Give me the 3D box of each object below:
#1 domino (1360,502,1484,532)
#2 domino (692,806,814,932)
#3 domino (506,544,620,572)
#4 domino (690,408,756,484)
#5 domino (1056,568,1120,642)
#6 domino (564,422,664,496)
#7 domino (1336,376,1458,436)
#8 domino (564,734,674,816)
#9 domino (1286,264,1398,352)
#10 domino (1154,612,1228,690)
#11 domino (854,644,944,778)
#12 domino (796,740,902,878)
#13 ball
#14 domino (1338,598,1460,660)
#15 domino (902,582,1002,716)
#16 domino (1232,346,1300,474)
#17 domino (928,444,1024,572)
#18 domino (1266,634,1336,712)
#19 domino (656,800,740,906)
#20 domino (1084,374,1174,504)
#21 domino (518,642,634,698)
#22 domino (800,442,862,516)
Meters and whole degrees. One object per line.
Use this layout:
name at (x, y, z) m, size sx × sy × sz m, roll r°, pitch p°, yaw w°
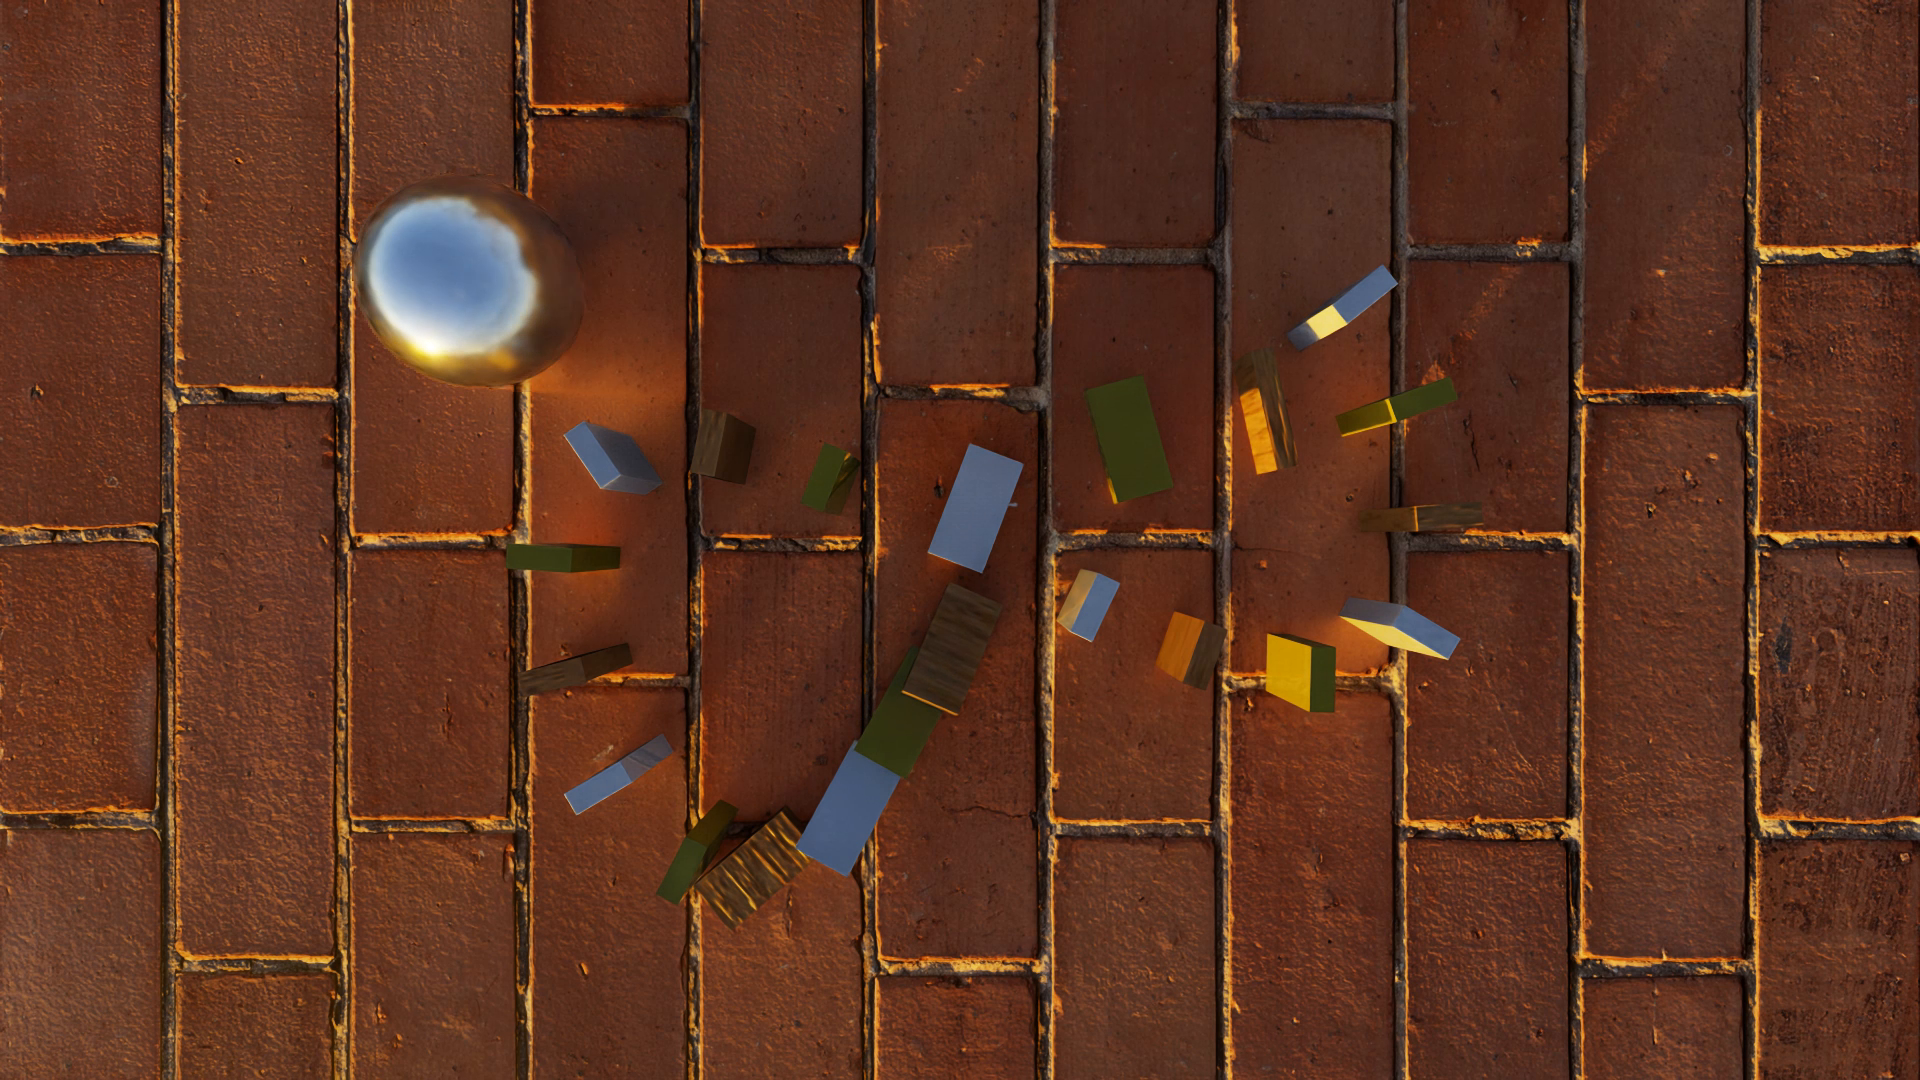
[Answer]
domino at (0.187, -0.009, 0.375) m, size 0.025 × 0.050 × 0.010 m, roll -4°, pitch 90°, yaw 0°
domino at (-0.087, 0.141, 0.395) m, size 0.050 × 0.010 × 0.025 m, roll -41°, pitch 90°, yaw 0°
domino at (-0.161, 0.007, 0.375) m, size 0.025 × 0.050 × 0.009 m, roll 4°, pitch 90°, yaw 0°
domino at (-0.096, -0.037, 0.375) m, size 0.010 × 0.050 × 0.025 m, roll 11°, pitch 90°, yaw 0°
domino at (0.052, 0.026, 0.375) m, size 0.009 × 0.050 × 0.025 m, roll 26°, pitch 90°, yaw 0°
domino at (-0.140, -0.033, 0.375) m, size 0.010 × 0.050 × 0.025 m, roll -35°, pitch 90°, yaw 0°
domino at (0.177, -0.054, 0.375) m, size 0.025 × 0.050 × 0.009 m, roll -20°, pitch 90°, yaw 0°
domino at (-0.138, 0.095, 0.375) m, size 0.025 × 0.050 × 0.009 m, roll -31°, pitch 90°, yaw 0°
domino at (0.155, -0.094, 0.375) m, size 0.025 × 0.050 × 0.009 m, roll -39°, pitch 90°, yaw 0°
domino at (0.094, 0.044, 0.375) m, size 0.009 × 0.050 × 0.025 m, roll 20°, pitch 90°, yaw 0°
domino at (-0.022, 0.073, 0.390) m, size 0.025 × 0.010 × 0.050 m, roll 29°, pitch 78°, yaw 0°
domino at (-0.046, 0.113, 0.390) m, size 0.025 × 0.010 × 0.050 m, roll 29°, pitch 78°, yaw 0°
ball at (-0.190, -0.100, 0.360) m, size 0.080 × 0.080 × 0.080 m, roll 0°, pitch 90°, yaw 0°
domino at (0.178, 0.035, 0.375) m, size 0.025 × 0.050 × 0.009 m, roll 31°, pitch 90°, yaw 0°
domino at (-0.003, 0.046, 0.388) m, size 0.025 × 0.010 × 0.050 m, roll 24°, pitch 73°, yaw -2°
domino at (0.129, -0.054, 0.388) m, size 0.010 × 0.025 × 0.050 m, roll -13°, pitch 90°, yaw 0°
domino at (0.007, -0.014, 0.395) m, size 0.025 × 0.010 × 0.050 m, roll 21°, pitch 90°, yaw 0°
domino at (0.139, 0.053, 0.375) m, size 0.009 × 0.050 × 0.025 m, roll 1°, pitch 90°, yaw 0°
domino at (-0.106, 0.126, 0.375) m, size 0.010 × 0.050 × 0.025 m, roll 27°, pitch 90°, yaw 0°
domino at (0.073, -0.043, 0.395) m, size 0.025 × 0.010 × 0.050 m, roll -16°, pitch 90°, yaw 0°
domino at (-0.156, 0.052, 0.375) m, size 0.025 × 0.050 × 0.009 m, roll -15°, pitch 90°, yaw 0°
domino at (-0.052, -0.024, 0.375) m, size 0.010 × 0.050 × 0.025 m, roll 22°, pitch 90°, yaw 0°
